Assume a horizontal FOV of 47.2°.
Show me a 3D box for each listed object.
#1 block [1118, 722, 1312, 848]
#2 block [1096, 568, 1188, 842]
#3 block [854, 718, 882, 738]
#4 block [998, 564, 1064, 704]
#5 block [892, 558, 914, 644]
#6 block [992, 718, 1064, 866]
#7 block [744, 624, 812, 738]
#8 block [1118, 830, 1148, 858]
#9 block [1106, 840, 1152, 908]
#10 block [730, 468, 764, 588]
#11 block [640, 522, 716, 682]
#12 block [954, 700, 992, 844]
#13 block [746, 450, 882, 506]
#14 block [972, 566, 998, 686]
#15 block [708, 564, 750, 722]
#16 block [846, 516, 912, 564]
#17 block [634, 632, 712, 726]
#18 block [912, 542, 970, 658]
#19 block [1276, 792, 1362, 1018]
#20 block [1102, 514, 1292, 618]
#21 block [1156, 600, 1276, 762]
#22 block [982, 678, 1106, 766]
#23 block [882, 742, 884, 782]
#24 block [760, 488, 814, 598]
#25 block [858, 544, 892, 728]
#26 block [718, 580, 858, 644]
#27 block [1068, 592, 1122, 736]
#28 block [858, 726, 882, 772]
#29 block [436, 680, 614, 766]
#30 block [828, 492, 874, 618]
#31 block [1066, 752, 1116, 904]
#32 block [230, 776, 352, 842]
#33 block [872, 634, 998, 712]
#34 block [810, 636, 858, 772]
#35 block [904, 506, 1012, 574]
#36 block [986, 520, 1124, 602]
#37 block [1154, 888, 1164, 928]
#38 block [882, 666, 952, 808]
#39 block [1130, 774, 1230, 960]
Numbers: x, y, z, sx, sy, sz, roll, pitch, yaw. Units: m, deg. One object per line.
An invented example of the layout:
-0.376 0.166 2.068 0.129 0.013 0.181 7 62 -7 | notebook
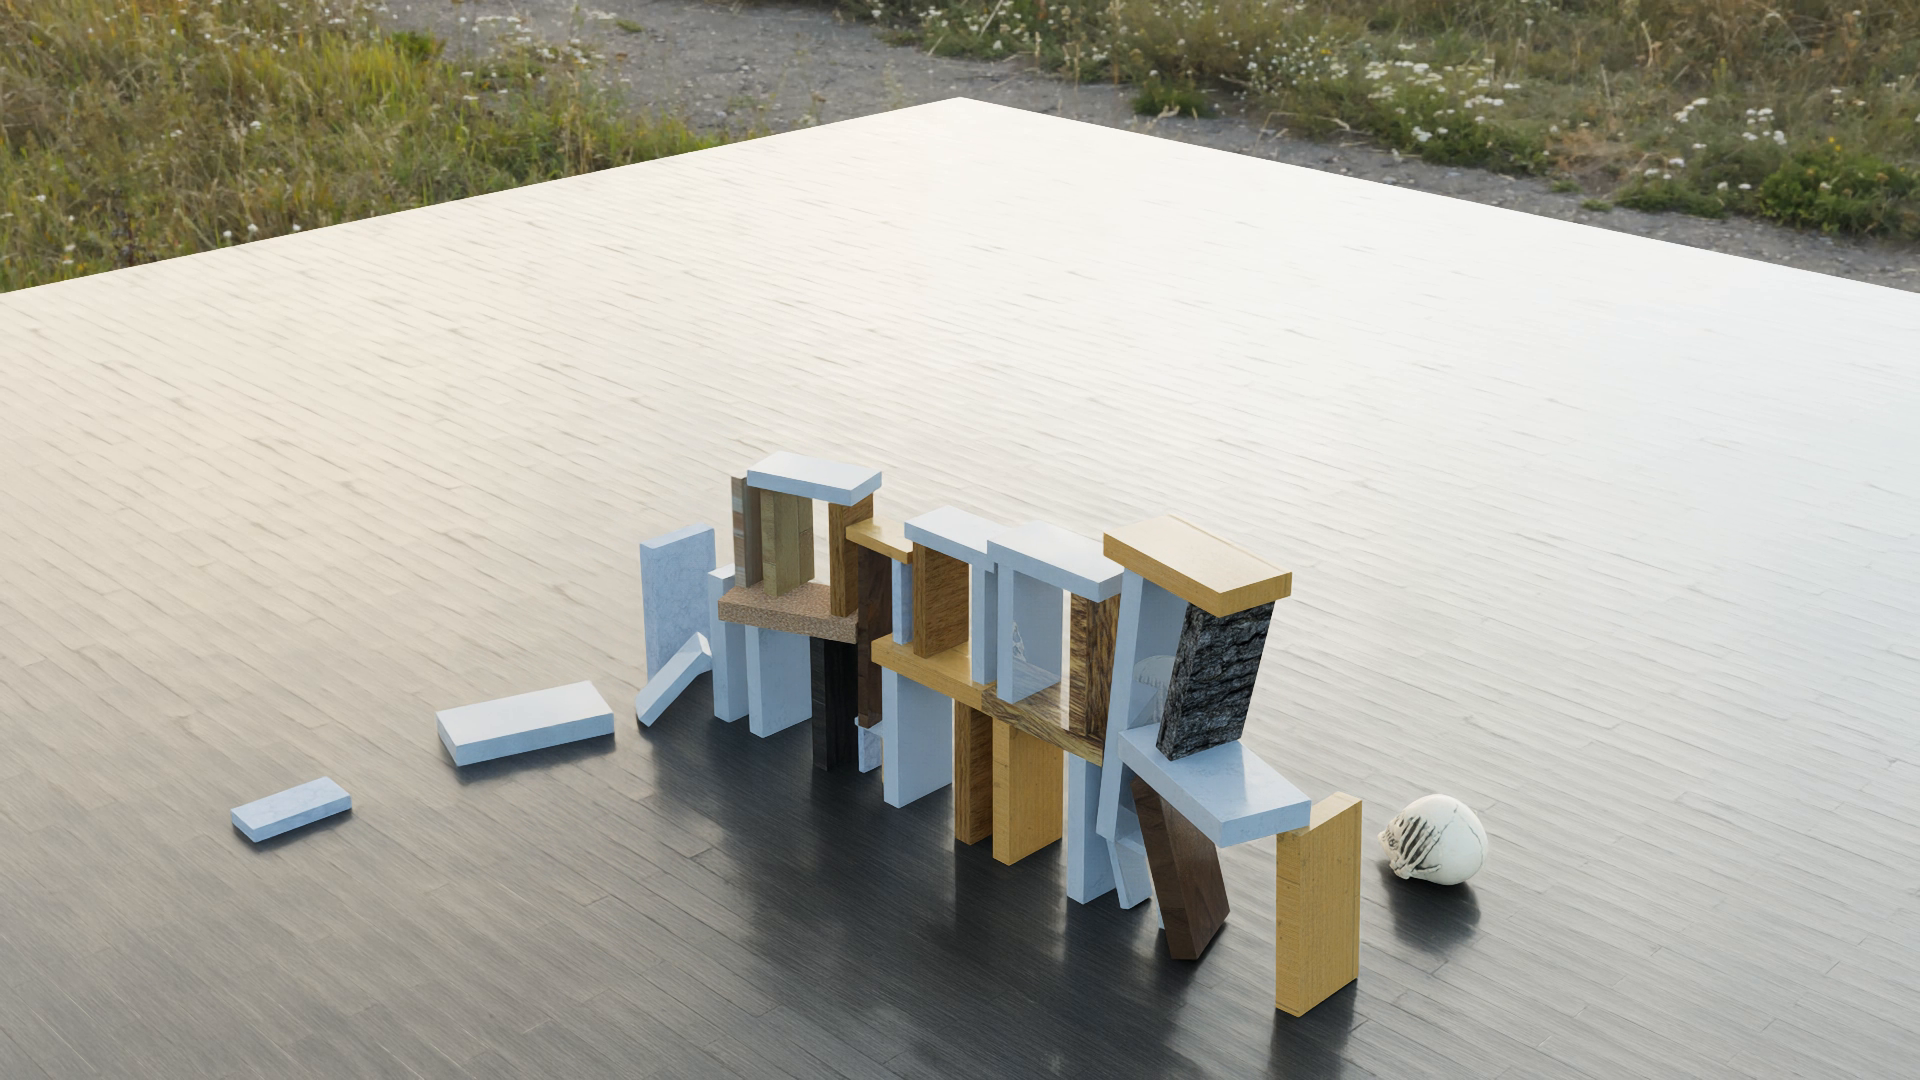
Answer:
0.437 0.413 3.821 0.176 0.050 0.352 -11 25 -23 | block
0.340 0.279 3.979 0.158 0.556 0.045 -21 36 -40 | block
-0.163 0.385 4.565 0.105 0.015 0.053 21 31 40 | block
0.133 0.157 4.140 0.039 0.275 0.138 21 31 41 | block
-0.093 0.110 4.372 0.090 0.180 0.025 -21 31 -41 | block
0.133 0.464 4.275 0.043 0.307 0.153 21 31 41 | block
-0.386 0.257 4.756 0.156 0.311 0.044 -21 30 -40 | block
0.334 0.549 4.081 0.070 0.020 0.140 -19 28 -37 | block
0.319 0.614 4.134 0.070 0.140 0.020 -21 13 -41 | block
-0.430 -0.032 4.609 0.030 0.247 0.104 16 28 33 | block
-0.631 0.148 4.970 0.172 0.345 0.049 -21 31 -40 | block
0.059 0.434 4.344 0.044 0.308 0.154 21 31 41 | block
-0.296 -0.126 4.474 0.246 0.035 0.123 12 26 25 | block
0.077 0.146 4.209 0.121 0.241 0.034 -21 31 -41 | block
-0.464 0.211 4.822 0.049 0.345 0.172 20 30 39 | block
-0.133 -0.001 4.370 0.090 0.026 0.180 -21 31 -40 | block
-0.630 0.304 4.827 0.030 0.209 0.104 40 8 -25 | block
-0.037 0.101 4.314 0.034 0.241 0.121 21 31 41 | block
0.623 0.632 3.818 0.050 0.352 0.176 17 28 42 | block
0.404 0.040 3.768 0.158 0.045 0.315 -15 27 -31 | block
0.440 0.228 3.788 0.157 0.315 0.045 -14 40 -30 | block
0.204 0.330 4.141 0.307 0.043 0.153 21 31 41 | block
-0.138 0.450 4.565 0.015 0.105 0.053 21 31 41 | block
-0.358 -0.017 4.576 0.035 0.246 0.123 16 28 33 | block
-0.170 0.184 4.492 0.026 0.411 0.090 17 28 32 | block
-0.329 0.140 4.576 0.311 0.044 0.156 9 25 20 | block
0.261 0.207 4.021 0.039 0.275 0.138 21 30 41 | block
-0.188 0.431 4.611 0.015 0.105 0.053 21 31 41 | block
-0.942 0.395 4.767 0.345 0.049 0.172 -11 25 -24 | block
-0.221 0.021 4.487 0.035 0.246 0.123 11 25 24 | block
0.273 0.519 4.145 0.153 0.307 0.043 -19 29 -38 | block
-1.351 0.543 4.443 0.209 0.030 0.104 -19 30 -38 | block
-0.013 0.244 4.343 0.308 0.044 0.154 21 31 41 | block
-0.239 0.315 4.620 0.044 0.311 0.156 21 31 40 | block
0.020 -0.003 4.207 0.241 0.034 0.121 21 31 41 | block
0.196 0.036 4.021 0.275 0.039 0.138 21 31 40 | block
0.391 0.641 4.067 0.070 0.140 0.020 -21 21 -41 | block
-0.086 0.377 4.478 0.044 0.308 0.154 21 31 41 | block
0.402 0.560 3.988 0.050 0.352 0.176 -5 18 30 | block
